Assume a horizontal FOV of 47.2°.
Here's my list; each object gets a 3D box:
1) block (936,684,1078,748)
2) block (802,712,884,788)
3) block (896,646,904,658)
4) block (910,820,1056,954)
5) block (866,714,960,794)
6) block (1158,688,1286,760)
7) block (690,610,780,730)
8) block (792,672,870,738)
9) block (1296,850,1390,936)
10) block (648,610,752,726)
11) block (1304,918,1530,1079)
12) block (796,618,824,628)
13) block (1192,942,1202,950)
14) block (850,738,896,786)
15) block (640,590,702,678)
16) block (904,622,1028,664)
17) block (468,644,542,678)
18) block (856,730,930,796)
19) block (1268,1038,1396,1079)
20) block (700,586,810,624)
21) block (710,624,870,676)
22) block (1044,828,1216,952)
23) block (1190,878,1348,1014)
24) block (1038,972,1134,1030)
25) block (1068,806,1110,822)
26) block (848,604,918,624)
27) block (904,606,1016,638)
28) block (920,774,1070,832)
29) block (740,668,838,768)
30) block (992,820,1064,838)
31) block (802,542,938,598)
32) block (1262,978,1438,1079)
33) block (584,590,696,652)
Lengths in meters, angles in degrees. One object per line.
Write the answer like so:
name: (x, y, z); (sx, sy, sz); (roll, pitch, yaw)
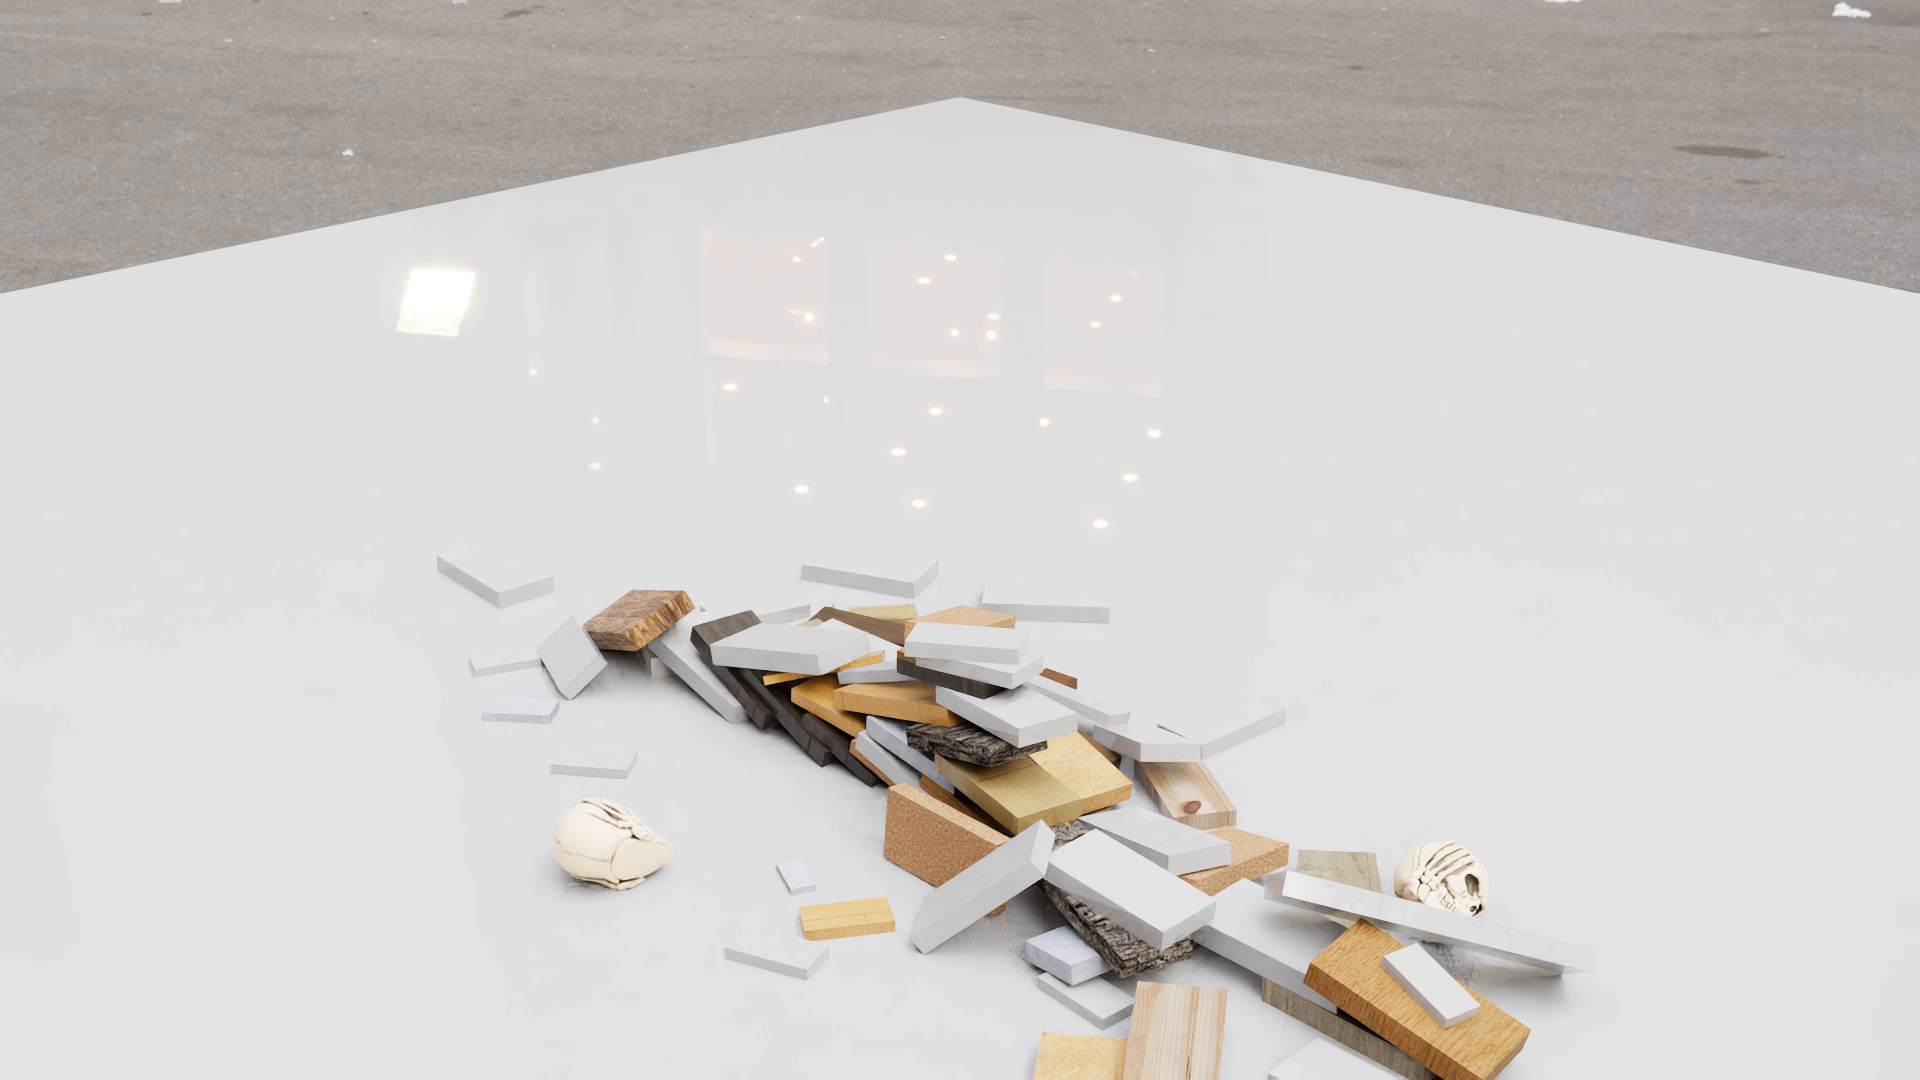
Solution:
block: (0.088, 0.324, 4.256); (0.138, 0.039, 0.276); (-12, 21, -33)
block: (-0.220, 0.423, 4.629); (0.219, 0.031, 0.109); (38, 42, 27)
block: (-0.098, 0.306, 4.748); (0.025, 0.177, 0.089); (19, 29, 35)
block: (0.042, 0.630, 3.995); (0.288, 0.041, 0.144); (-37, 12, 22)
block: (-0.044, 0.414, 4.446); (0.147, 0.042, 0.293); (-16, 30, -35)
block: (0.568, 0.398, 4.775); (0.265, 0.037, 0.132); (-19, 29, -37)
block: (-0.450, 0.284, 4.862); (0.155, 0.044, 0.310); (-16, 47, -35)
block: (-0.241, 0.350, 4.644); (0.219, 0.031, 0.109); (25, 35, 35)
block: (0.714, 0.677, 4.112); (0.148, 0.042, 0.297); (2, 23, 4)
block: (-0.537, 0.283, 4.949); (0.170, 0.048, 0.340); (-18, 40, -37)
block: (0.765, 0.781, 3.687); (0.338, 0.048, 0.169); (32, 38, 28)
block: (-0.301, 0.287, 4.975); (0.155, 0.044, 0.310); (-16, 36, -34)
block: (0.395, 0.726, 4.007); (0.157, 0.022, 0.079); (-21, 23, -40)
block: (-0.114, 0.468, 4.545); (0.109, 0.031, 0.219); (-22, 47, -41)
block: (-0.672, 0.219, 5.183); (0.170, 0.048, 0.340); (-7, 24, -16)
block: (0.014, 0.202, 4.311); (0.225, 0.032, 0.113); (4, 18, 11)
block: (-1.050, 0.279, 5.075); (0.152, 0.022, 0.076); (-9, 25, -21)
block: (-0.062, 0.469, 4.496); (0.147, 0.042, 0.293); (-20, 46, -40)
block: (0.649, 0.910, 3.567); (0.136, 0.039, 0.273); (-21, 31, -40)
block: (-0.484, 0.169, 5.206); (0.232, 0.033, 0.116); (-12, 26, -30)
block: (-0.366, 0.233, 4.733); (0.321, 0.046, 0.161); (3, 17, 40)
block: (0.299, 0.623, 3.933); (0.145, 0.041, 0.290); (-21, 36, -40)
block: (0.581, 0.714, 3.893); (0.169, 0.048, 0.338); (-21, 31, -40)
block: (0.222, 0.796, 3.854); (0.084, 0.024, 0.167); (-18, 29, -37)
block: (0.223, 0.552, 4.434); (0.148, 0.021, 0.074); (6, 24, 13)
block: (-0.185, 0.185, 5.296); (0.161, 0.023, 0.081); (-3, 23, -7)
block: (0.003, 0.204, 5.132); (0.146, 0.041, 0.292); (11, 10, 24)
block: (0.073, 0.531, 4.367); (0.147, 0.042, 0.293); (-20, 44, -40)
block: (-0.324, 0.352, 4.746); (0.155, 0.044, 0.310); (-18, 48, -37)
block: (0.165, 0.570, 4.181); (0.099, 0.028, 0.198); (-21, 43, -37)
block: (-0.225, 0.075, 5.527); (0.307, 0.043, 0.153); (9, 25, 20)
block: (0.707, 0.810, 3.790); (0.169, 0.048, 0.338); (-21, 31, -40)
block: (-0.748, 0.182, 5.047); (0.170, 0.048, 0.340); (-37, 16, -24)
